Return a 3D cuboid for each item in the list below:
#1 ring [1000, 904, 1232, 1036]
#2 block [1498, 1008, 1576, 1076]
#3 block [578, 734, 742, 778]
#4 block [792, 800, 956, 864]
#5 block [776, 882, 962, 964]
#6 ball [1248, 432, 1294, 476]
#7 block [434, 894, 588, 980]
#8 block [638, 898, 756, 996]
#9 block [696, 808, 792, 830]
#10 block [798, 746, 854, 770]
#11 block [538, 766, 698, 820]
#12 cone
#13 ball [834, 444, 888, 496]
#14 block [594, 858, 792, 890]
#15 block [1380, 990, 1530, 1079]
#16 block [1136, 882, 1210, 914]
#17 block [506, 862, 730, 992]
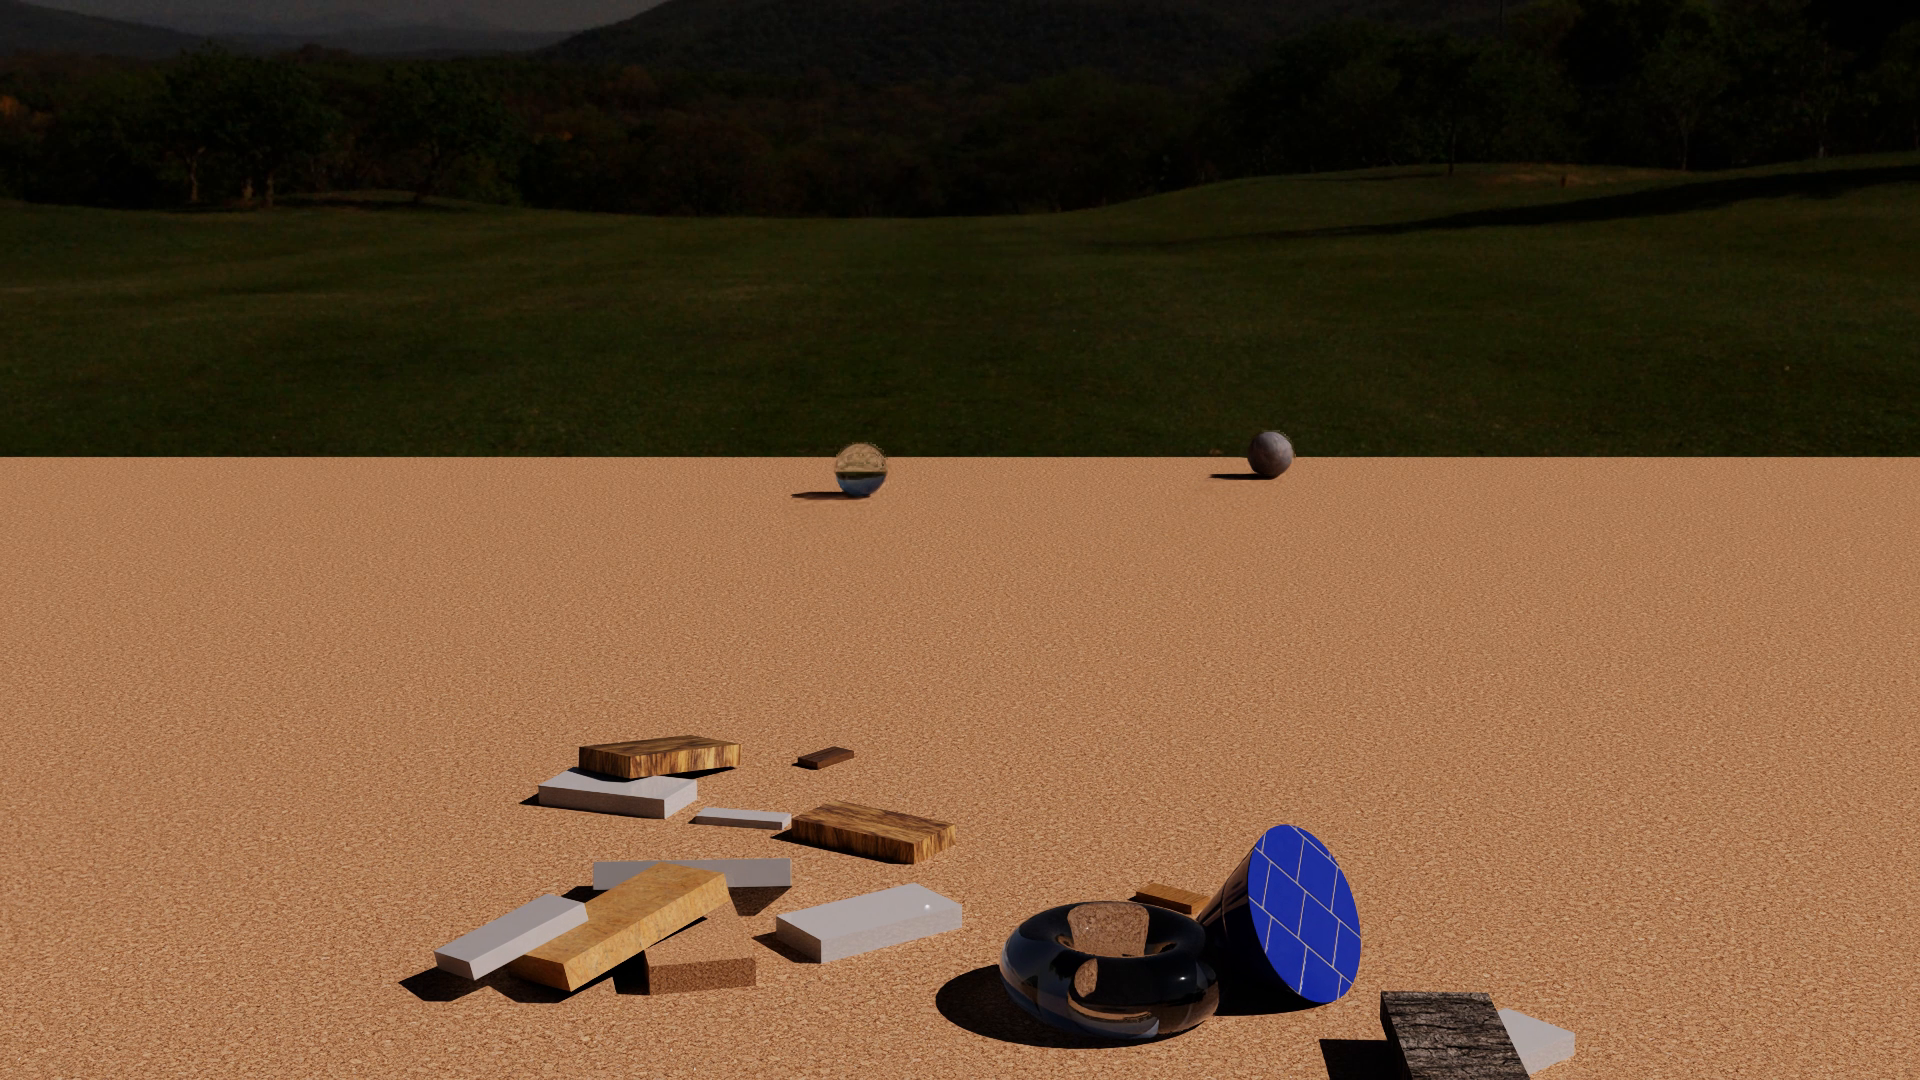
[{"bbox_3d":[0.226,0.621,3.198,0.339,0.113,0.339,1,11,0],"label":"ring"},{"bbox_3d":[0.720,0.699,2.995,0.230,0.033,0.115,-9,14,-39],"label":"block"},{"bbox_3d":[-0.587,0.424,4.321,0.148,0.042,0.295,5,4,39],"label":"block"},{"bbox_3d":[-0.155,0.521,3.935,0.265,0.038,0.133,7,12,32],"label":"block"},{"bbox_3d":[-0.143,0.605,3.485,0.266,0.038,0.133,-8,13,-35],"label":"block"},{"bbox_3d":[1.141,-0.315,8.087,0.167,0.167,0.167,0,11,0],"label":"ball"},{"bbox_3d":[-0.674,0.594,3.304,0.206,0.029,0.103,-24,17,-40],"label":"block"},{"bbox_3d":[-0.418,0.617,3.402,0.158,0.045,0.316,-3,11,-14],"label":"block"},{"bbox_3d":[-0.398,0.512,4.045,0.166,0.015,0.054,2,11,13],"label":"block"},{"bbox_3d":[-0.270,0.440,4.437,0.054,0.015,0.109,8,13,38],"label":"block"},{"bbox_3d":[-0.648,0.478,4.168,0.266,0.038,0.133,4,11,20],"label":"block"},{"bbox_3d":[0.417,0.594,3.324,0.266,0.266,0.266,-26,-8,39],"label":"cone"},{"bbox_3d":[-0.345,-0.244,7.652,0.185,0.185,0.185,0,11,0],"label":"ball"},{"bbox_3d":[-0.436,0.550,3.621,0.316,0.045,0.158,-1,-9,-3],"label":"block"},{"bbox_3d":[0.652,0.676,2.916,0.148,0.042,0.295,0,11,3],"label":"block"},{"bbox_3d":[0.351,0.591,3.623,0.109,0.015,0.054,8,13,38],"label":"block"},{"bbox_3d":[-0.522,0.586,3.359,0.158,0.045,0.316,1,19,44],"label":"block"}]
